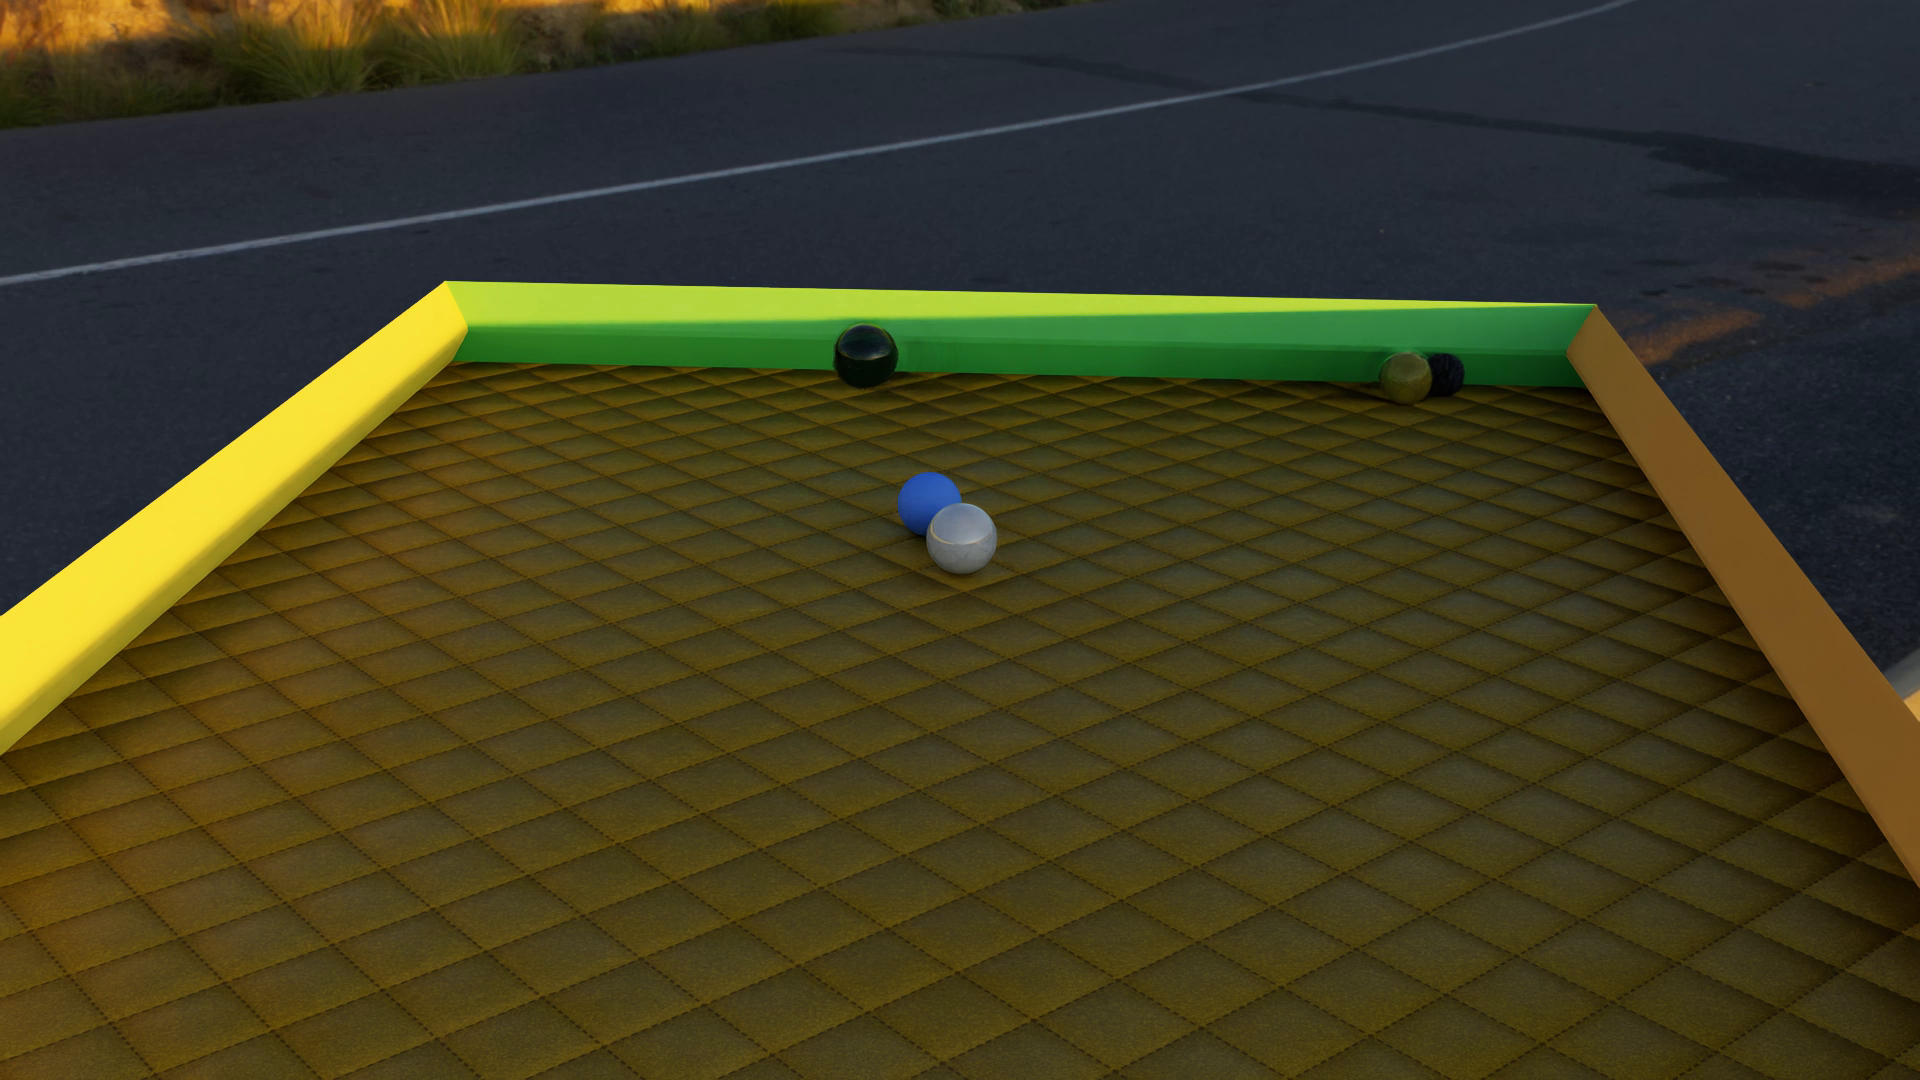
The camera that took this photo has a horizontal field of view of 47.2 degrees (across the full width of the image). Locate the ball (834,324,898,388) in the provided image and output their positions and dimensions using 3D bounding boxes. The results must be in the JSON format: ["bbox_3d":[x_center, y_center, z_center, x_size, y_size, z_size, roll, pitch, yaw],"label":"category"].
[{"bbox_3d":[-0.139,-0.272,3.252,0.096,0.096,0.096,0,20,0],"label":"ball"}]

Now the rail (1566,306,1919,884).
[{"bbox_3d":[0.766,0.293,1.649,0.045,0.124,3.418,2,20,5],"label":"rail"}]

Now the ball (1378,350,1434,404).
[{"bbox_3d":[0.644,-0.235,3.175,0.077,0.077,0.077,0,20,0],"label":"ball"}]

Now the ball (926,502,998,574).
[{"bbox_3d":[0.002,-0.002,2.525,0.082,0.082,0.082,0,20,0],"label":"ball"}]

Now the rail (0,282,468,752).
[{"bbox_3d":[-0.911,0.244,1.783,0.045,0.124,3.418,2,20,5],"label":"rail"}]

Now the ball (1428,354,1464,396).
[{"bbox_3d":[0.705,-0.242,3.217,0.062,0.062,0.062,0,20,0],"label":"ball"}]

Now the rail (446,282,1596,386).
[{"bbox_3d":[0.070,-0.304,3.295,1.730,0.124,0.045,2,20,5],"label":"rail"}]

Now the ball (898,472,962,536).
[{"bbox_3d":[-0.036,-0.043,2.645,0.078,0.078,0.078,0,20,0],"label":"ball"}]
